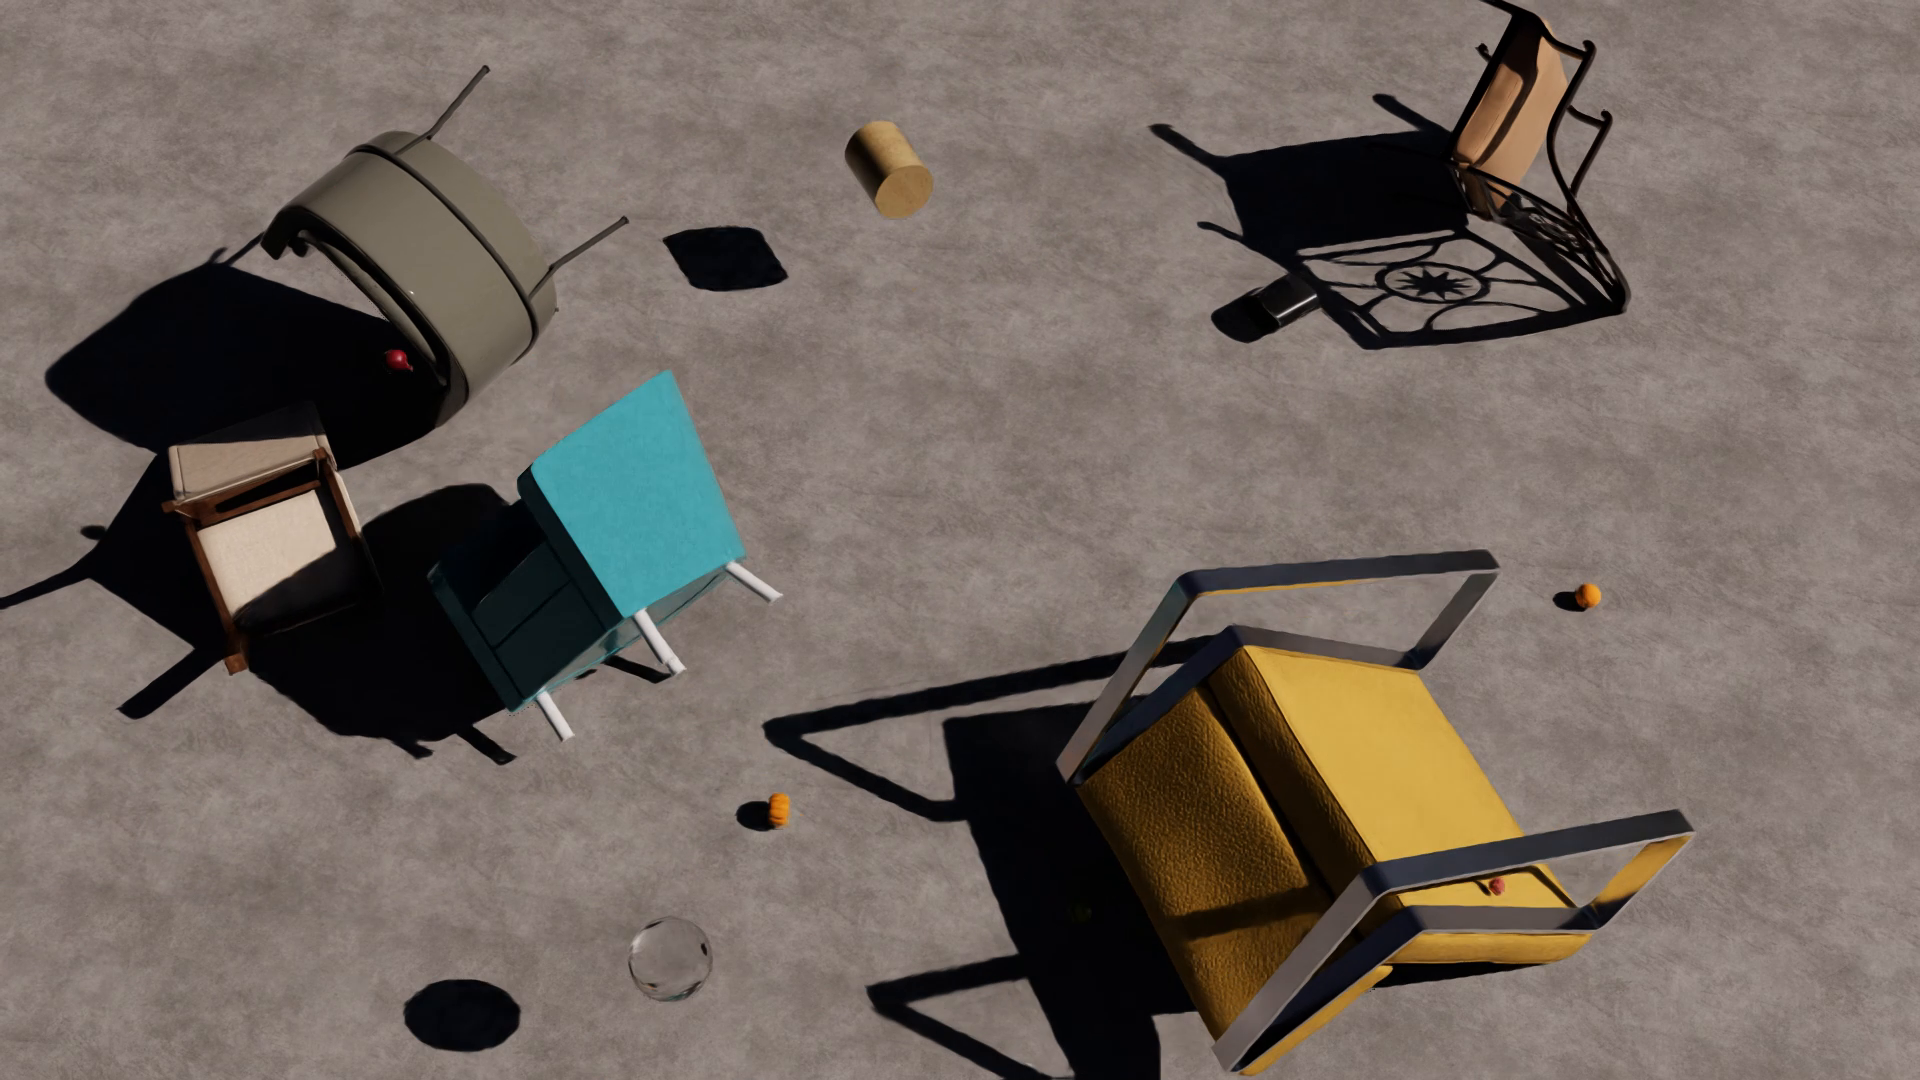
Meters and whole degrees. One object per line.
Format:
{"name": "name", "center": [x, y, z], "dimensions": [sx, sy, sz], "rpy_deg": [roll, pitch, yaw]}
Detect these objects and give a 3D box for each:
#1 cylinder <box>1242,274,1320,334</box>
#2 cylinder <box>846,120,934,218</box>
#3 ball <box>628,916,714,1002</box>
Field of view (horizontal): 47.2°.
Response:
{"name": "cylinder", "center": [1.021, -0.753, 7.001], "dimensions": [0.166, 0.116, 0.184], "rpy_deg": [-29, 38, -18]}
{"name": "cylinder", "center": [-0.218, -1.137, 6.754], "dimensions": [0.195, 0.224, 0.210], "rpy_deg": [-32, 61, -1]}
{"name": "ball", "center": [-0.692, 1.002, 5.256], "dimensions": [0.204, 0.204, 0.204], "rpy_deg": [0, 56, 0]}
